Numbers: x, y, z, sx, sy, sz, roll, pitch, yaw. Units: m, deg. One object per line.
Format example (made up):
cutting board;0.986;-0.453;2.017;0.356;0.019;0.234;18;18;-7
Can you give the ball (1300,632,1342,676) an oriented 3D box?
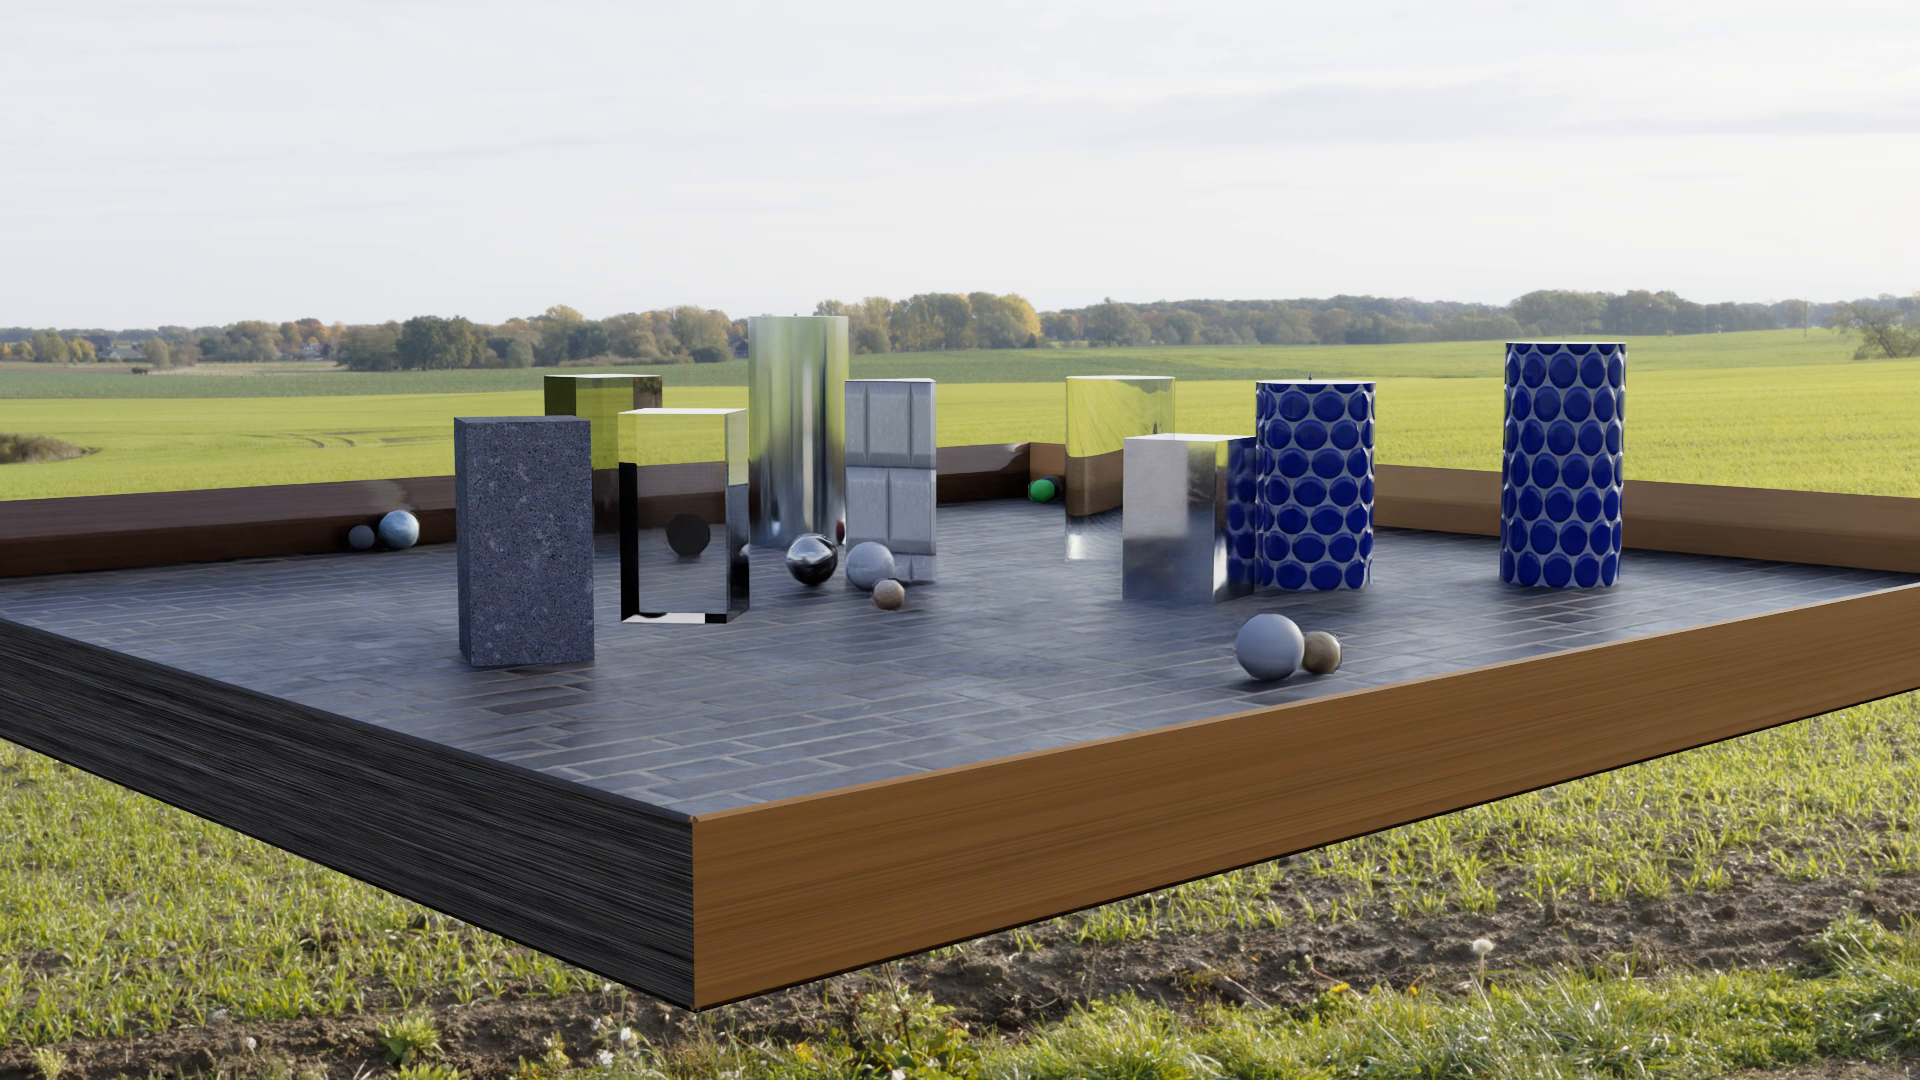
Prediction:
ball;0.438;0.138;2.680;0.054;0.054;0.054;0;6;0

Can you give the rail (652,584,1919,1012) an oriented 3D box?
rail;0.881;0.132;2.382;2.900;0.125;0.045;-6;8;-42

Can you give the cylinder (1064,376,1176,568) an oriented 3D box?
cylinder;0.281;-0.123;3.862;0.192;0.325;0.192;0;6;0

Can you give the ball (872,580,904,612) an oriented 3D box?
ball;-0.105;0.081;3.247;0.047;0.047;0.047;0;6;0

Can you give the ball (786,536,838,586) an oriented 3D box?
ball;-0.239;0.033;3.548;0.081;0.081;0.081;0;6;0

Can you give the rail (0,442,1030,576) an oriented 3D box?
rail;-0.881;-0.068;4.282;2.900;0.125;0.045;-6;8;-42

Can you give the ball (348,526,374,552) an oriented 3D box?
ball;-1.101;-0.003;4.045;0.048;0.048;0.048;0;6;0

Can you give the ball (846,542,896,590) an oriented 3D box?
ball;-0.142;0.041;3.478;0.079;0.079;0.079;0;6;0

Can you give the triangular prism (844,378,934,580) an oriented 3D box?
triangular prism;-0.086;-0.106;3.692;0.166;0.326;0.144;3;7;25

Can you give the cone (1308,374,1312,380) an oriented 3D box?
cone;0.603;-0.121;3.799;0.192;0.335;0.192;0;6;0

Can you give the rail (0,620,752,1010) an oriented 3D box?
rail;-1.048;0.134;2.370;0.045;0.125;2.647;-6;8;-42

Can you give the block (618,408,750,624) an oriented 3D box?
block;-0.398;-0.038;3.187;0.153;0.297;0.153;1;6;7

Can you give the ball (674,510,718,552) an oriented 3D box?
ball;-0.483;-0.015;4.018;0.078;0.078;0.078;0;6;0

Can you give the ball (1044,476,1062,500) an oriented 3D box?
ball;0.209;-0.122;5.132;0.056;0.056;0.056;0;6;0

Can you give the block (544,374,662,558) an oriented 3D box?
block;-0.653;-0.141;4.041;0.153;0.322;0.153;-6;8;-44

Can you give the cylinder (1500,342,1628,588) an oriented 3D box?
cylinder;0.985;-0.127;3.595;0.192;0.389;0.192;0;6;0

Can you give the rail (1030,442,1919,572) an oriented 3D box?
rail;1.048;-0.069;4.294;0.045;0.125;2.647;-6;8;-42

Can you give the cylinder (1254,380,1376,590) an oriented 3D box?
cylinder;0.574;-0.093;3.568;0.192;0.327;0.192;0;6;0

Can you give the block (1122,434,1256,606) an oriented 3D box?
block;0.356;-0.036;3.404;0.153;0.247;0.153;4;7;31

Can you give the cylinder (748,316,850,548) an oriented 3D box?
cylinder;-0.306;-0.210;4.186;0.192;0.430;0.192;0;6;0

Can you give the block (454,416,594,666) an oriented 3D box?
block;-0.561;-0.004;2.826;0.153;0.304;0.153;-2;6;-18

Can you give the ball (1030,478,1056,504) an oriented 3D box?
ball;0.190;-0.113;5.048;0.056;0.056;0.056;0;6;0

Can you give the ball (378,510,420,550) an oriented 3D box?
ball;-1.039;-0.019;4.071;0.073;0.073;0.073;0;6;0

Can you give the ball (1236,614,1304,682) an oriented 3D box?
ball;0.371;0.128;2.634;0.082;0.082;0.082;0;6;0
